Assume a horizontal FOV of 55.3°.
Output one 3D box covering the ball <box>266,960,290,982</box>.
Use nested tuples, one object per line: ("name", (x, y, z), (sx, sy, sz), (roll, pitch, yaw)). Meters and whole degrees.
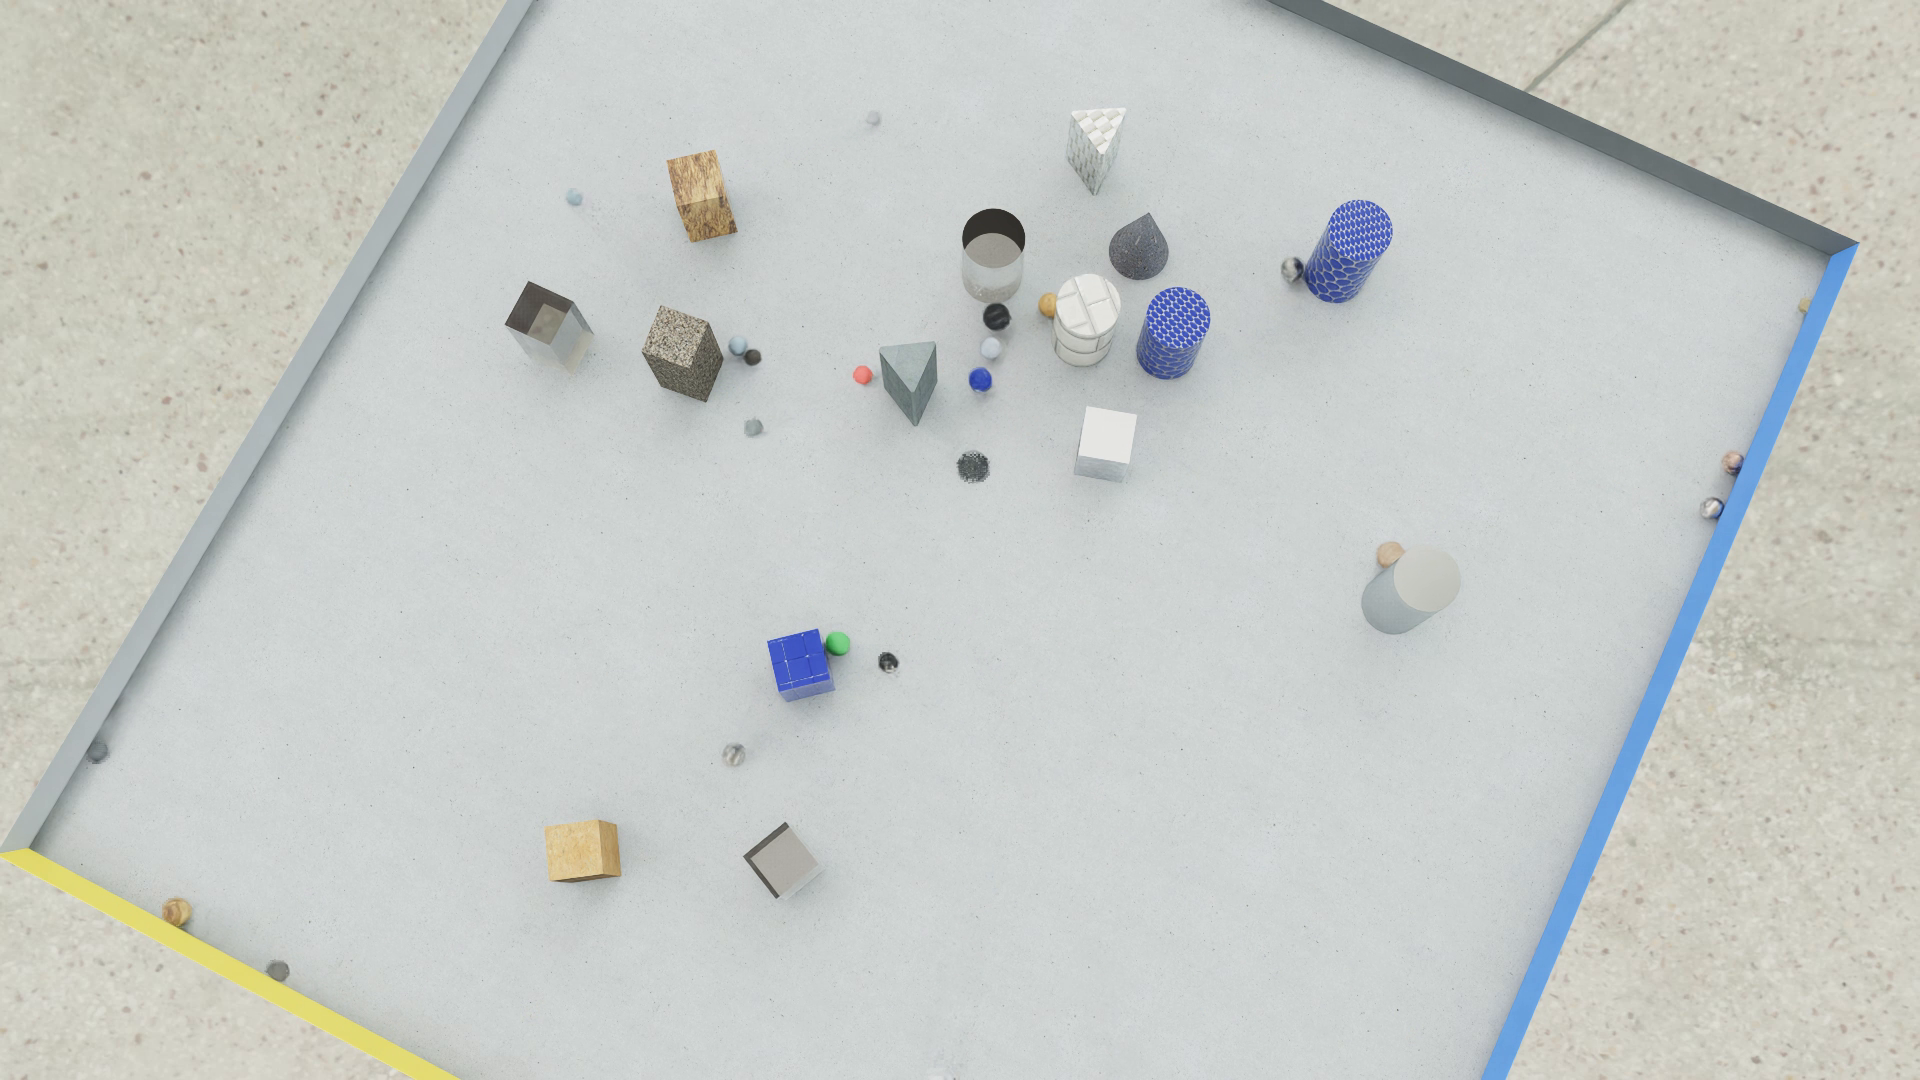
("ball", (-1.982, 1.255, 5.325), (0.063, 0.063, 0.063), (0, 78, 0))

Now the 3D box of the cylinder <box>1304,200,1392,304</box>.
("cylinder", (1.183, -0.877, 5.601), (0.190, 0.386, 0.190), (0, 78, 0))

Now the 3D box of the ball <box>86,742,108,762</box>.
("ball", (-2.569, 0.629, 5.456), (0.059, 0.059, 0.059), (0, 78, 0))

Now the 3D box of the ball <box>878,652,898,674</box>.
("ball", (-0.214, 0.370, 5.509), (0.060, 0.060, 0.060), (0, 78, 0))

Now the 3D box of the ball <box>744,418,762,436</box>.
("ball", (-0.637, -0.349, 5.661), (0.055, 0.055, 0.055), (0, 78, 0))

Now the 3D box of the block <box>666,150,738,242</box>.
("block", (-0.797, -1.063, 5.682), (0.152, 0.303, 0.152), (-13, 79, -3))

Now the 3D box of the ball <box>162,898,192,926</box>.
("ball", (-2.285, 1.087, 5.351), (0.080, 0.080, 0.080), (0, 78, 0))

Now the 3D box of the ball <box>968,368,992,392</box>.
("ball", (0.064, -0.495, 5.681), (0.074, 0.074, 0.074), (0, 78, 0))

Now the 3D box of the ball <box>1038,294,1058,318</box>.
("ball", (0.281, -0.734, 5.730), (0.075, 0.075, 0.075), (0, 78, 0))

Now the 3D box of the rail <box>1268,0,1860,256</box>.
("rail", (0.922, -1.799, 5.925), (4.156, 0.123, 0.045), (26, 80, 5))

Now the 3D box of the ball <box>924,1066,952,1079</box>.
("ball", (-0.064, 1.554, 5.251), (0.086, 0.086, 0.086), (0, 78, 0))

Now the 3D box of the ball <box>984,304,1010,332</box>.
("ball", (0.115, -0.694, 5.716), (0.087, 0.087, 0.087), (0, 78, 0))

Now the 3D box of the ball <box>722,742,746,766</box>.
("ball", (-0.672, 0.635, 5.449), (0.072, 0.072, 0.072), (0, 78, 0))

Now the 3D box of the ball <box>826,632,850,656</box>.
("ball", (-0.368, 0.313, 5.514), (0.074, 0.074, 0.074), (0, 78, 0))

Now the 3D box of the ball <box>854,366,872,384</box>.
("ball", (-0.300, -0.513, 5.692), (0.059, 0.059, 0.059), (0, 78, 0))

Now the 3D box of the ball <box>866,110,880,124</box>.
("ball", (-0.279, -1.353, 5.874), (0.044, 0.044, 0.044), (0, 78, 0))

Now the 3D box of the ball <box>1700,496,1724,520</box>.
("ball", (2.298, -0.098, 5.600), (0.071, 0.071, 0.071), (0, 78, 0))

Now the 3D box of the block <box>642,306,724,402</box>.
("block", (-0.835, -0.559, 5.547), (0.152, 0.362, 0.152), (20, 79, 4))

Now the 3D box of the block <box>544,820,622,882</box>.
("block", (-1.085, 0.900, 5.286), (0.152, 0.283, 0.152), (-7, 78, -2))

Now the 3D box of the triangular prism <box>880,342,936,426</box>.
("triangular prism", (-0.129, -0.497, 5.524), (0.143, 0.383, 0.165), (-36, 81, -7))

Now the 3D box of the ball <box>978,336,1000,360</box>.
("ball", (0.093, -0.598, 5.705), (0.069, 0.069, 0.069), (0, 78, 0))

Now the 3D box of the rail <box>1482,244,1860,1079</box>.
("rail", (1.838, 0.906, 5.365), (0.045, 0.123, 4.170), (26, 80, 5))

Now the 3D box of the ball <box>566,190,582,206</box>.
("ball", (-1.223, -1.085, 5.815), (0.052, 0.052, 0.052), (0, 78, 0))

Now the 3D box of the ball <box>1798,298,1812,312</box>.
("ball", (2.651, -0.734, 5.746), (0.044, 0.044, 0.044), (0, 78, 0))

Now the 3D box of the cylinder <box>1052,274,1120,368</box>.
("cylinder", (0.381, -0.666, 5.589), (0.190, 0.323, 0.190), (0, 78, 0))

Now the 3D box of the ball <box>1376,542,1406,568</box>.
("ball", (1.309, 0.048, 5.562), (0.087, 0.087, 0.087), (0, 78, 0))

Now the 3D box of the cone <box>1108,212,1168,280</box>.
("cone", (0.566, -0.947, 5.643), (0.190, 0.332, 0.190), (0, 78, 0))

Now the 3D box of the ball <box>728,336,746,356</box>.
("ball", (-0.694, -0.604, 5.711), (0.060, 0.060, 0.060), (0, 78, 0))

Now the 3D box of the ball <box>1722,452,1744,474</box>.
("ball", (2.375, -0.238, 5.632), (0.066, 0.066, 0.066), (0, 78, 0))

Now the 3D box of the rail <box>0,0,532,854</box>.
("rail", (-1.838, -0.893, 5.737), (0.045, 0.123, 4.170), (26, 80, 5))

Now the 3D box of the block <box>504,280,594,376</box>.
("block", (-1.247, -0.640, 5.586), (0.152, 0.319, 0.152), (25, 79, 5))

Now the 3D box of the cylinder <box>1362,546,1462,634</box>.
("cylinder", (1.316, 0.151, 5.368), (0.190, 0.426, 0.190), (0, 78, 0))

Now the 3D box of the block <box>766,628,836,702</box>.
("block", (-0.465, 0.372, 5.407), (0.152, 0.260, 0.152), (-14, 79, -3))

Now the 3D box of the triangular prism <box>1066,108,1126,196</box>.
("triangular prism", (0.443, -1.235, 5.705), (0.143, 0.326, 0.165), (-33, 80, -6))

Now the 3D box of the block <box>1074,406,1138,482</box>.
("block", (0.438, -0.287, 5.551), (0.152, 0.245, 0.152), (10, 78, 2))

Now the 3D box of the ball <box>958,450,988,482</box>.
("ball", (0.040, -0.228, 5.615), (0.095, 0.095, 0.095), (0, 78, 0))

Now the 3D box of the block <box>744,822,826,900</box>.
("block", (-0.501, 0.925, 5.268), (0.152, 0.307, 0.152), (-39, 81, -7))

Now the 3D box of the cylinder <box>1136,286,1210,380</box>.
("cylinder", (0.647, -0.626, 5.581), (0.190, 0.324, 0.190), (0, 78, 0))

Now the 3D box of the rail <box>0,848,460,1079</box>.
("rail", (-0.922, 1.812, 5.177), (4.156, 0.123, 0.045), (26, 80, 5))

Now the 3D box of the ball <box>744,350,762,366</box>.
("ball", (-0.645, -0.567, 5.707), (0.053, 0.053, 0.053), (0, 78, 0))

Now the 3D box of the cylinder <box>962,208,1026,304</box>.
("cylinder", (0.101, -0.869, 5.632), (0.190, 0.322, 0.190), (0, 78, 0))

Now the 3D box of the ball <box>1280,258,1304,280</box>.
("ball", (1.044, -0.850, 5.756), (0.072, 0.072, 0.072), (0, 78, 0))
